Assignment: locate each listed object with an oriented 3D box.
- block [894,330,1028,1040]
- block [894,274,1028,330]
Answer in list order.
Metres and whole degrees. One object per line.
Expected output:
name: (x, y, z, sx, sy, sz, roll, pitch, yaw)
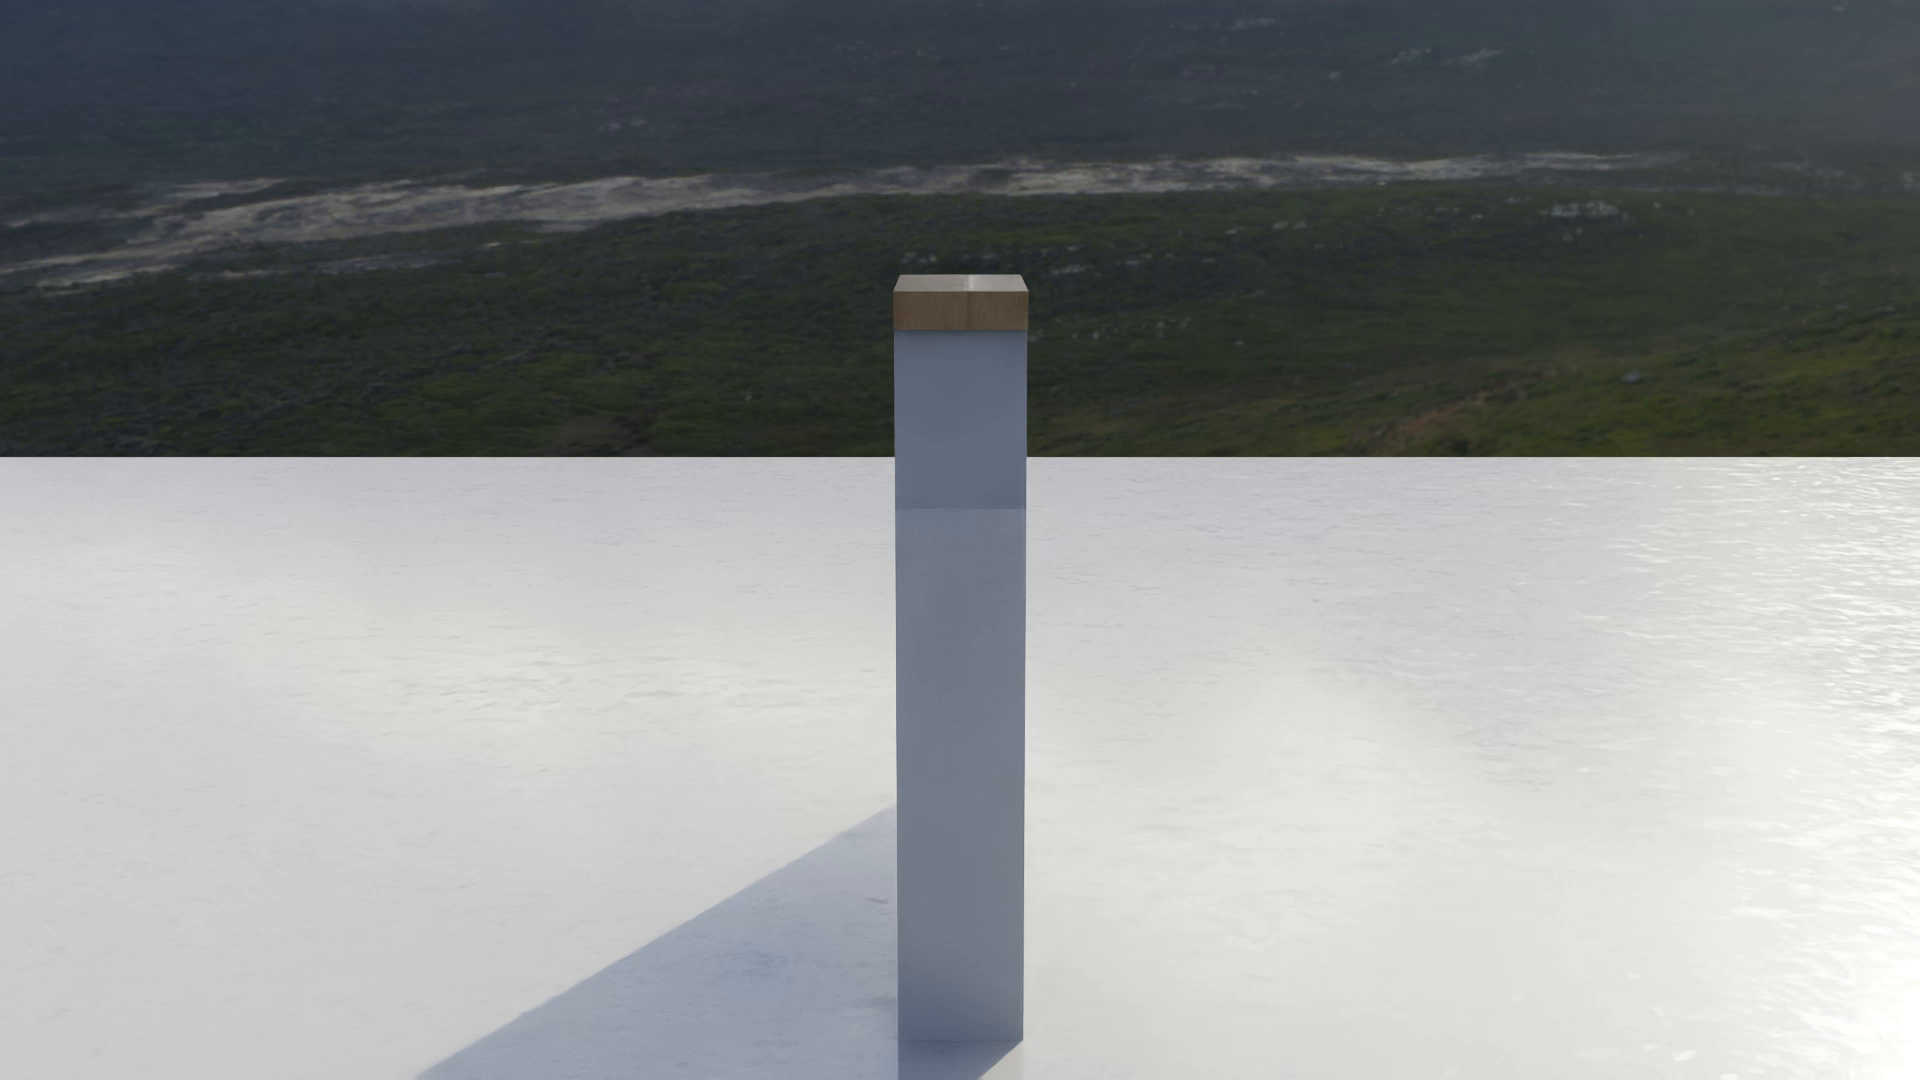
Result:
block: (0.001, 0.206, 3.011, 0.175, 0.996, 0.050, 0, 10, 0)
block: (0.001, -0.330, 3.031, 0.175, 0.050, 0.351, 0, 10, 0)
